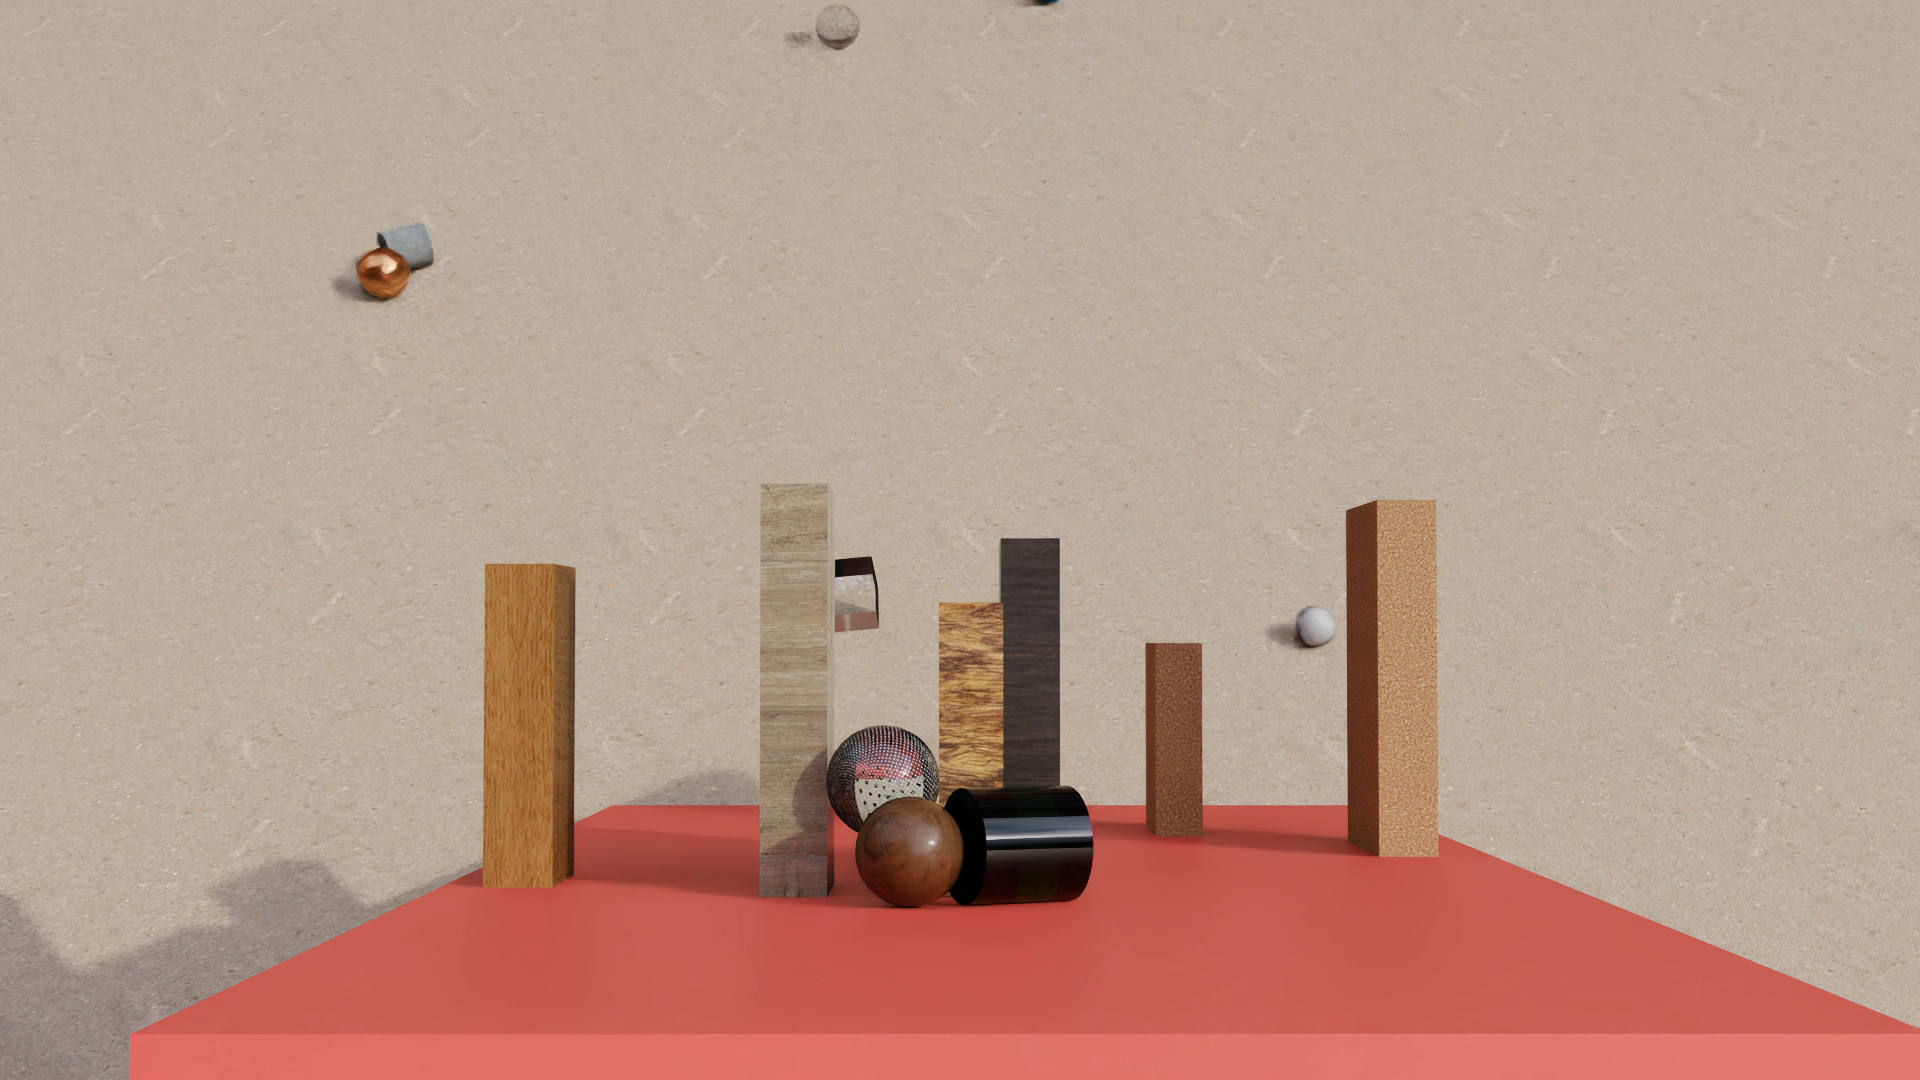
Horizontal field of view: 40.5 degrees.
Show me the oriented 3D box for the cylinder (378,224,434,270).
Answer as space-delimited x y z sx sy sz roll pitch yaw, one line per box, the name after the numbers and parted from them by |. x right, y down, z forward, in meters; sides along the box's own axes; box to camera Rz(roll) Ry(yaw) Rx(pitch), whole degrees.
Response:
-1.976 -1.038 9.275 0.153 0.153 0.153 -18 40 -23 | cylinder

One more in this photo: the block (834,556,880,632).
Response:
-0.324 0.160 7.632 0.152 0.152 0.152 -5 36 -7 | block

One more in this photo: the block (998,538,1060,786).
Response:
0.132 0.315 4.994 0.111 0.628 0.249 0 -2 0 | block

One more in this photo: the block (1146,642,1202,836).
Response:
0.489 0.451 5.959 0.104 0.431 0.312 0 -2 0 | block

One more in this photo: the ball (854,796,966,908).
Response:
-0.082 0.511 4.264 0.181 0.181 0.181 0 36 0 | ball

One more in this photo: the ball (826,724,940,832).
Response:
-0.130 0.410 4.413 0.193 0.193 0.193 0 36 0 | ball

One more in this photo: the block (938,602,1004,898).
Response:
0.019 0.365 4.650 0.110 0.502 0.430 0 -2 0 | block

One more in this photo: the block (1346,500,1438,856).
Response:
0.905 0.287 5.469 0.119 0.721 0.427 0 -2 0 | block

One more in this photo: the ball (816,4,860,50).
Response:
-0.504 -2.118 10.734 0.181 0.181 0.181 0 36 0 | ball

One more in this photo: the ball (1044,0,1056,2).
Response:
0.387 -2.400 11.107 0.197 0.197 0.197 0 36 0 | ball

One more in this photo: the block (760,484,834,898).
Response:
-0.283 0.260 4.558 0.115 0.705 0.251 0 -2 0 | block

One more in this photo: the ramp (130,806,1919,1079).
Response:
0.079 0.675 4.883 2.000 0.100 4.000 0 -2 0 | ramp

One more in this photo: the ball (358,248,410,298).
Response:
-2.020 -0.935 9.114 0.177 0.177 0.177 0 36 0 | ball

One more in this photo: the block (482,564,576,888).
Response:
-0.782 0.333 4.735 0.124 0.573 0.254 0 -2 0 | block

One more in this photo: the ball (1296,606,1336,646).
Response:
1.031 0.251 7.540 0.113 0.113 0.113 0 36 0 | ball

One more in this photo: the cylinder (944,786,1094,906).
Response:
0.092 0.508 4.332 0.193 0.193 0.193 1 33 -24 | cylinder
